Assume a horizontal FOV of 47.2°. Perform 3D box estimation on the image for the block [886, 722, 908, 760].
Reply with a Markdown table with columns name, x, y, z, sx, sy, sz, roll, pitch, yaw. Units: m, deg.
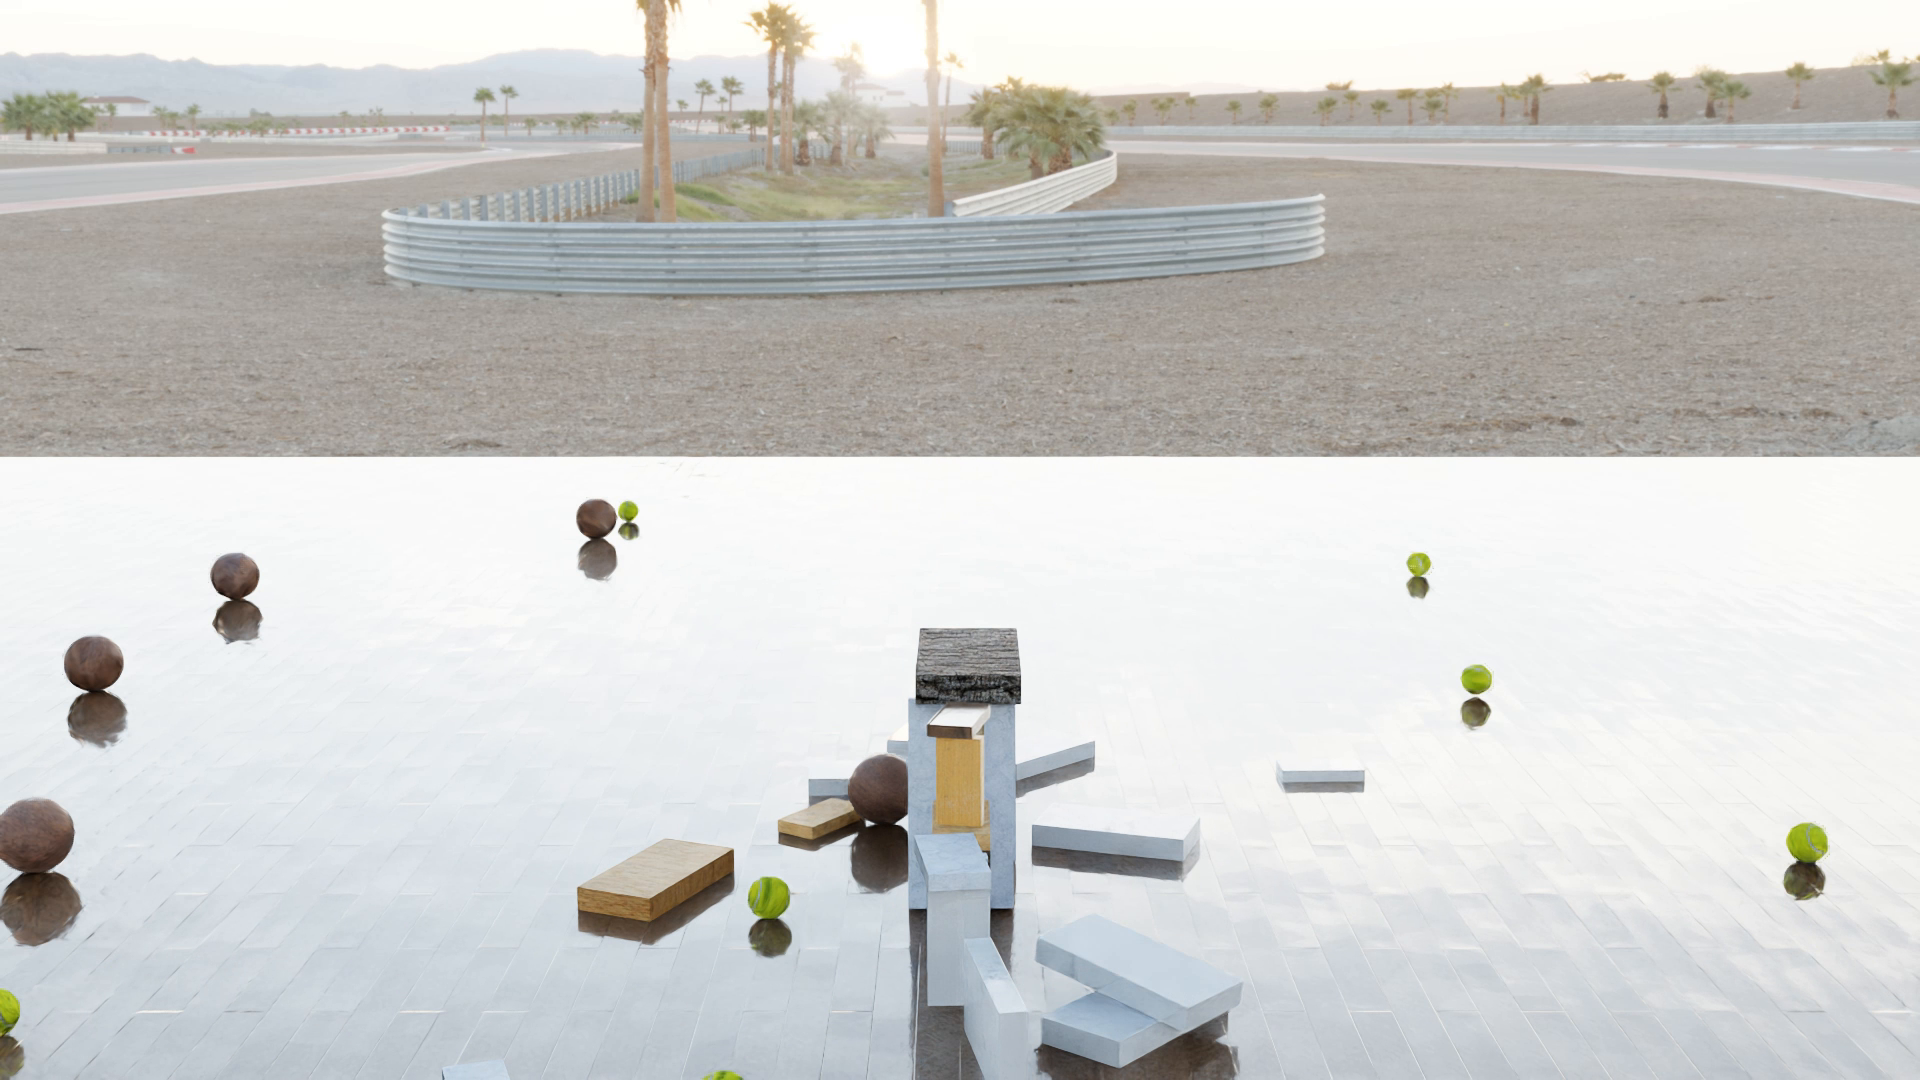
| name | x | y | z | sx | sy | sz | roll | pitch | yaw |
| --- | --- | --- | --- | --- | --- | --- | --- | --- | --- |
| block | -0.047 | 0.400 | 4.488 | 0.138 | 0.039 | 0.348 | 2 | 5 | 10 |

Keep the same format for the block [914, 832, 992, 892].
| name | x | y | z | sx | sy | sz | roll | pitch | yaw |
| --- | --- | --- | --- | --- | --- | --- | --- | --- | --- |
| block | -0.013 | 0.473 | 3.238 | 0.090 | 0.026 | 0.181 | -1 | 11 | -8 |

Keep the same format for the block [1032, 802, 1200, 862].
| name | x | y | z | sx | sy | sz | roll | pitch | yaw |
| --- | --- | --- | --- | --- | --- | --- | --- | --- | --- |
| block | 0.280 | 0.521 | 3.935 | 0.275 | 0.039 | 0.138 | 3 | 11 | 18 |

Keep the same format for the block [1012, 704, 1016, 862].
| name | x | y | z | sx | sy | sz | roll | pitch | yaw |
| --- | --- | --- | --- | --- | --- | --- | --- | --- | --- |
| block | 0.010 | 0.386 | 3.822 | 0.171 | 0.341 | 0.048 | -1 | 4 | -3 |

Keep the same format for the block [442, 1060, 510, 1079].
| name | x | y | z | sx | sy | sz | roll | pitch | yaw |
| --- | --- | --- | --- | --- | --- | --- | --- | --- | --- |
| block | -0.627 | 0.726 | 2.874 | 0.081 | 0.023 | 0.161 | -4 | 11 | -19 |

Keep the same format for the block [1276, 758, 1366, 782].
| name | x | y | z | sx | sy | sz | roll | pitch | yaw |
| --- | --- | --- | --- | --- | --- | --- | --- | --- | --- |
| block | 0.711 | 0.454 | 4.339 | 0.161 | 0.023 | 0.081 | 0 | 11 | -1 |

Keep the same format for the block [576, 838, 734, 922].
| name | x | y | z | sx | sy | sz | roll | pitch | yaw |
| --- | --- | --- | --- | --- | --- | --- | --- | --- | --- |
| block | -0.507 | 0.567 | 3.686 | 0.138 | 0.039 | 0.275 | 5 | 11 | 23 |

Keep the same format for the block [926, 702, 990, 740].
| name | x | y | z | sx | sy | sz | roll | pitch | yaw |
| --- | --- | --- | --- | --- | --- | --- | --- | --- | --- |
| block | -0.001 | 0.279 | 3.408 | 0.070 | 0.020 | 0.140 | 2 | 11 | 12 |

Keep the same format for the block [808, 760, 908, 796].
| name | x | y | z | sx | sy | sz | roll | pitch | yaw |
| --- | --- | --- | --- | --- | --- | --- | --- | --- | --- |
| block | -0.173 | 0.462 | 4.268 | 0.238 | 0.034 | 0.119 | 0 | 11 | -1 |

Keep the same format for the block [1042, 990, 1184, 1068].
| name | x | y | z | sx | sy | sz | roll | pitch | yaw |
| --- | --- | --- | --- | --- | --- | --- | --- | --- | --- |
| block | 0.251 | 0.672 | 3.124 | 0.135 | 0.038 | 0.269 | 9 | 14 | 39 |

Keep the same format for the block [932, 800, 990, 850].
| name | x | y | z | sx | sy | sz | roll | pitch | yaw |
| --- | --- | --- | --- | --- | --- | --- | --- | --- | --- |
| block | 0.002 | 0.443 | 3.420 | 0.089 | 0.025 | 0.177 | 0 | 10 | 0 |

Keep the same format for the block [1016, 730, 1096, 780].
| name | x | y | z | sx | sy | sz | roll | pitch | yaw |
| --- | --- | --- | --- | --- | --- | --- | --- | --- | --- |
| block | 0.150 | 0.432 | 4.429 | 0.119 | 0.034 | 0.238 | 10 | 14 | 43 |

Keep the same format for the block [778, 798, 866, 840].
| name | x | y | z | sx | sy | sz | roll | pitch | yaw |
| --- | --- | --- | --- | --- | --- | --- | --- | --- | --- |
| block | -0.253 | 0.510 | 4.035 | 0.081 | 0.023 | 0.161 | 7 | 13 | 34 |

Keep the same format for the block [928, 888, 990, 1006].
| name | x | y | z | sx | sy | sz | roll | pitch | yaw |
| --- | --- | --- | --- | --- | --- | --- | --- | --- | --- |
| block | -0.002 | 0.586 | 3.195 | 0.090 | 0.181 | 0.026 | 0 | 11 | 0 |

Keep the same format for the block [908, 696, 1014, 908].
| name | x | y | z | sx | sy | sz | roll | pitch | yaw |
| --- | --- | --- | --- | --- | --- | --- | --- | --- | --- |
| block | 0.001 | 0.428 | 3.597 | 0.171 | 0.341 | 0.048 | 0 | 0 | -1 |

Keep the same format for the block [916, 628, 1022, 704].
| name | x | y | z | sx | sy | sz | roll | pitch | yaw |
| --- | --- | --- | --- | --- | --- | --- | --- | --- | --- |
| block | 0.014 | 0.210 | 3.700 | 0.171 | 0.048 | 0.341 | 0 | 11 | 0 |

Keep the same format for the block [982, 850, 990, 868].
| name | x | y | z | sx | sy | sz | roll | pitch | yaw |
| --- | --- | --- | --- | --- | --- | --- | --- | --- | --- |
| block | 0.002 | 0.554 | 3.375 | 0.089 | 0.177 | 0.025 | 0 | 12 | 0 |

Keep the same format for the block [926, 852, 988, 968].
| name | x | y | z | sx | sy | sz | roll | pitch | yaw |
| --- | --- | --- | --- | --- | --- | --- | --- | --- | --- |
| block | -0.004 | 0.563 | 3.317 | 0.090 | 0.181 | 0.026 | -1 | 11 | -5 |

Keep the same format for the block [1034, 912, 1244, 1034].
| name | x | y | z | sx | sy | sz | roll | pitch | yaw |
| --- | --- | --- | --- | --- | --- | --- | --- | --- | --- |
| block | 0.255 | 0.616 | 3.148 | 0.269 | 0.038 | 0.135 | 19 | 20 | 38 |

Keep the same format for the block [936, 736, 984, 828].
| name | x | y | z | sx | sy | sz | roll | pitch | yaw |
| --- | --- | --- | --- | --- | --- | --- | --- | --- | --- |
| block | 0.000 | 0.368 | 3.369 | 0.070 | 0.140 | 0.020 | 3 | 12 | 14 |

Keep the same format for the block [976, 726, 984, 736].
| name | x | y | z | sx | sy | sz | roll | pitch | yaw |
| --- | --- | --- | --- | --- | --- | --- | --- | --- | --- |
| block | 0.003 | 0.349 | 3.471 | 0.070 | 0.140 | 0.020 | 1 | 7 | 5 |

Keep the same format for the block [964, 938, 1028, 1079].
| name | x | y | z | sx | sy | sz | roll | pitch | yaw |
| --- | --- | --- | --- | --- | --- | --- | --- | --- | --- |
| block | 0.047 | 0.650 | 2.975 | 0.038 | 0.135 | 0.269 | -2 | 11 | -9 |
